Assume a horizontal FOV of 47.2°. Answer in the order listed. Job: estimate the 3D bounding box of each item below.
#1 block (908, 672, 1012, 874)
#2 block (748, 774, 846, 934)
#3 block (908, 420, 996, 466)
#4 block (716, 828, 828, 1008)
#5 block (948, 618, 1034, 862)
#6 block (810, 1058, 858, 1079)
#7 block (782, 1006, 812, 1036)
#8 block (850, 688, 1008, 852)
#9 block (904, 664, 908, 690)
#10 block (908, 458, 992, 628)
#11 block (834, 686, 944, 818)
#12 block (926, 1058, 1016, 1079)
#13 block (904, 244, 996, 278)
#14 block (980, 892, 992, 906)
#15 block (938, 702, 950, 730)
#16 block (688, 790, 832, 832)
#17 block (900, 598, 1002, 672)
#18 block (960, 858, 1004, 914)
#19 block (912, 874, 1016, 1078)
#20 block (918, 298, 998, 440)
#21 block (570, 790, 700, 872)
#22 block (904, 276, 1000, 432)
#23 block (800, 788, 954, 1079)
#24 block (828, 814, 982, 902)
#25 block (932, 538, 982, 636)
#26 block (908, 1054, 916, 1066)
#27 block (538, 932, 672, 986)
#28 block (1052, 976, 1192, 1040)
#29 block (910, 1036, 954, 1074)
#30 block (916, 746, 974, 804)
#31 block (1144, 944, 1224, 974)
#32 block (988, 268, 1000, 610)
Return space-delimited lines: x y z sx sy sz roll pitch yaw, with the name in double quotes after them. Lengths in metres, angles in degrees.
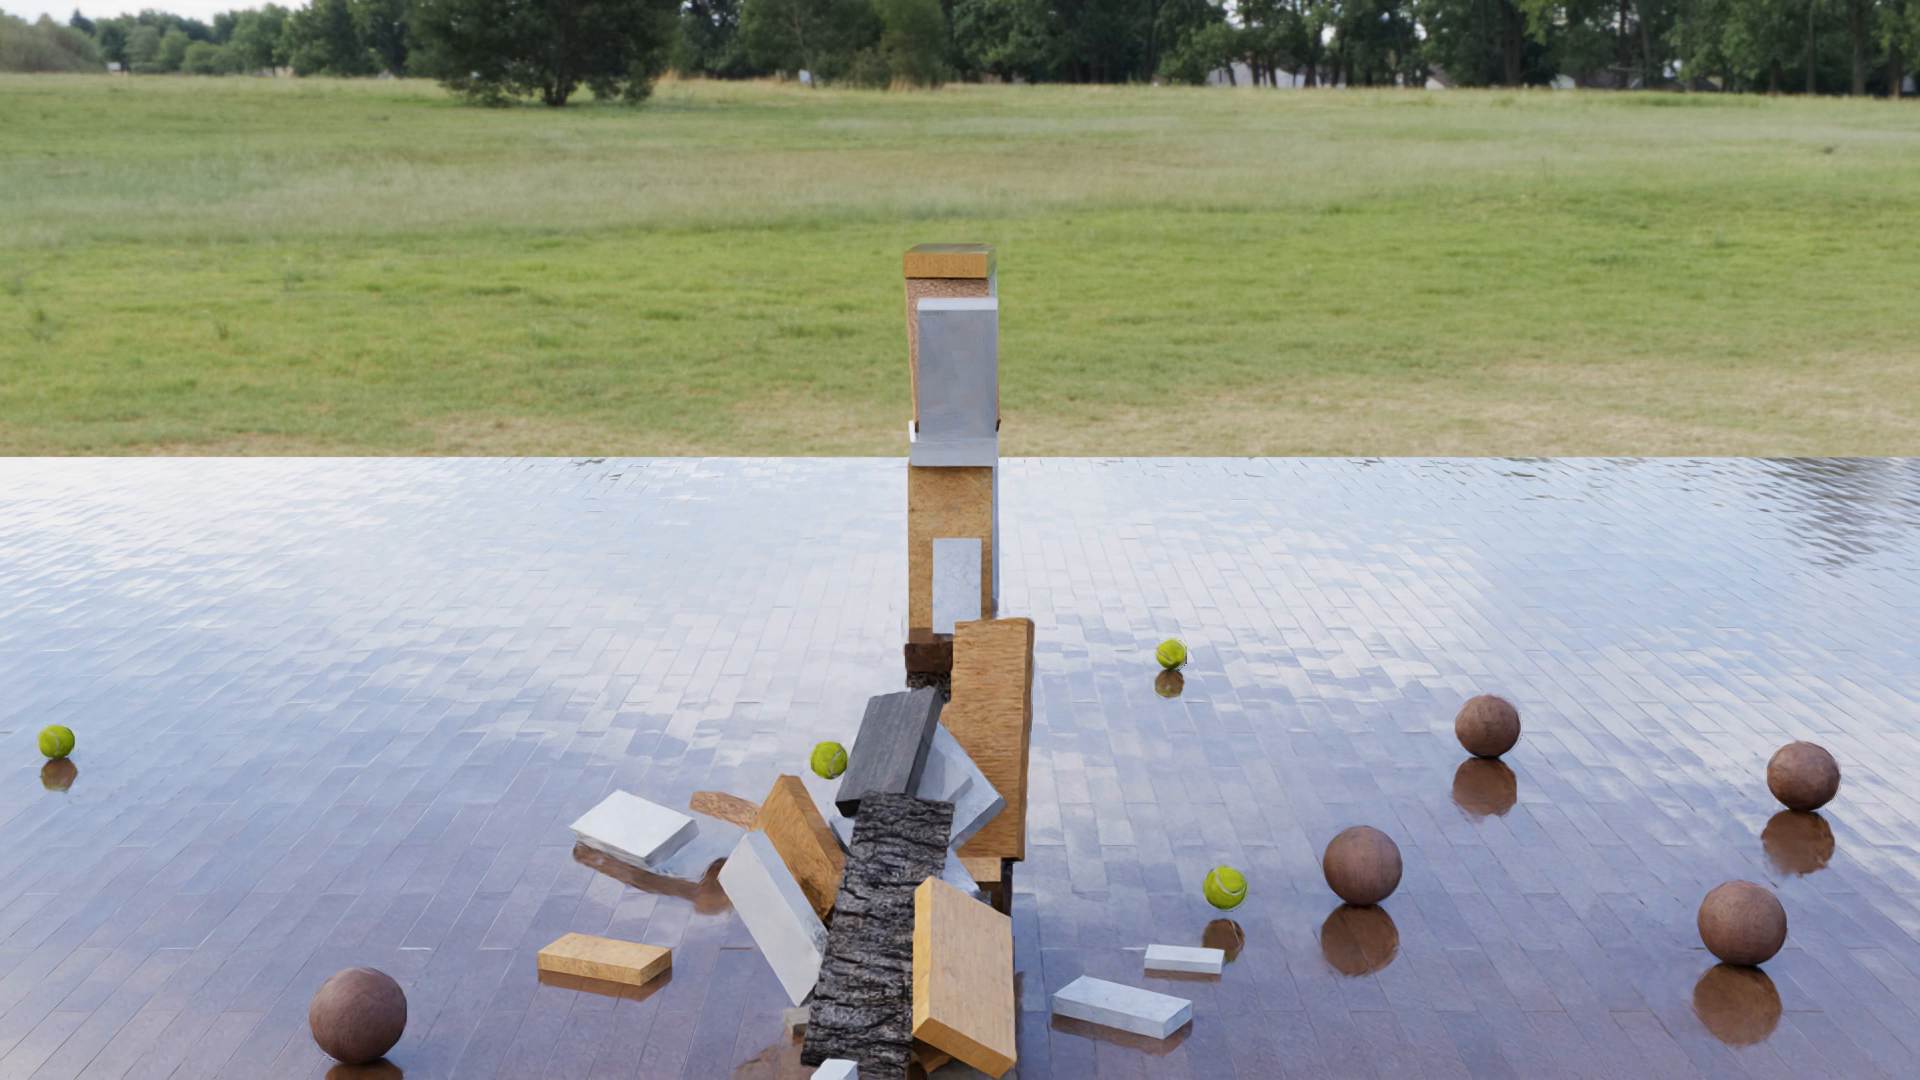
0.000 0.394 3.761 0.176 0.352 0.050 0 -5 -1 "block"
-0.231 0.470 3.256 0.033 0.117 0.233 7 34 -38 "block"
-0.016 -0.171 3.863 0.145 0.041 0.290 0 10 -2 "block"
-0.261 0.546 3.181 0.033 0.117 0.233 -15 60 -41 "block"
0.047 0.327 3.612 0.130 0.402 0.037 -5 -21 21 "block"
-0.180 0.725 2.560 0.039 0.138 0.276 2 11 16 "block"
-0.189 0.680 3.137 0.116 0.016 0.058 -4 11 -19 "block"
-0.051 0.366 3.466 0.259 0.130 0.037 48 1 35 "block"
-0.008 0.349 4.000 0.176 0.352 0.050 -1 -5 -6 "block"
-0.017 0.006 3.816 0.145 0.290 0.041 0 12 1 "block"
-0.107 0.324 3.379 0.116 0.033 0.232 -11 36 22 "block"
0.017 0.724 2.855 0.117 0.033 0.752 0 11 -3 "block"
-0.016 -0.517 4.063 0.148 0.042 0.296 1 11 4 "block"
-0.014 0.559 3.233 0.094 0.027 0.187 -4 7 10 "block"
-0.039 0.405 3.705 0.082 0.261 0.023 9 -12 1 "block"
-0.351 0.494 3.885 0.232 0.033 0.116 16 -2 18 "block"
-0.013 0.165 3.889 0.176 0.050 0.352 -1 10 -3 "block"
-0.001 0.546 3.396 0.134 0.038 0.267 -1 -24 2 "block"
0.005 0.584 2.959 0.138 0.039 0.276 31 27 -18 "block"
-0.004 -0.282 3.662 0.130 0.259 0.037 0 38 -1 "block"
-0.575 0.512 3.880 0.232 0.033 0.116 11 39 46 "block"
-0.015 -0.331 3.895 0.148 0.296 0.042 -1 -27 -7 "block"
-0.107 0.535 3.054 0.138 0.039 0.520 9 33 2 "block"
-0.083 0.475 3.249 0.134 0.038 0.267 -18 33 -16 "block"
-0.005 0.080 3.765 0.082 0.165 0.023 0 -11 1 "block"
-0.066 0.666 3.036 0.094 0.027 0.187 -27 11 -16 "block"
-0.541 0.637 3.346 0.181 0.026 0.090 4 11 22 "block"
0.233 0.671 3.162 0.181 0.026 0.090 7 12 32 "block"
-0.049 0.657 2.935 0.058 0.016 0.116 -26 37 -19 "block"
-0.073 0.356 3.430 0.090 0.026 0.181 -42 54 -17 "block"
0.343 0.639 3.358 0.116 0.016 0.058 2 11 11 "block"
-0.002 -0.002 4.131 0.148 1.029 0.042 0 -7 -1 "block"
